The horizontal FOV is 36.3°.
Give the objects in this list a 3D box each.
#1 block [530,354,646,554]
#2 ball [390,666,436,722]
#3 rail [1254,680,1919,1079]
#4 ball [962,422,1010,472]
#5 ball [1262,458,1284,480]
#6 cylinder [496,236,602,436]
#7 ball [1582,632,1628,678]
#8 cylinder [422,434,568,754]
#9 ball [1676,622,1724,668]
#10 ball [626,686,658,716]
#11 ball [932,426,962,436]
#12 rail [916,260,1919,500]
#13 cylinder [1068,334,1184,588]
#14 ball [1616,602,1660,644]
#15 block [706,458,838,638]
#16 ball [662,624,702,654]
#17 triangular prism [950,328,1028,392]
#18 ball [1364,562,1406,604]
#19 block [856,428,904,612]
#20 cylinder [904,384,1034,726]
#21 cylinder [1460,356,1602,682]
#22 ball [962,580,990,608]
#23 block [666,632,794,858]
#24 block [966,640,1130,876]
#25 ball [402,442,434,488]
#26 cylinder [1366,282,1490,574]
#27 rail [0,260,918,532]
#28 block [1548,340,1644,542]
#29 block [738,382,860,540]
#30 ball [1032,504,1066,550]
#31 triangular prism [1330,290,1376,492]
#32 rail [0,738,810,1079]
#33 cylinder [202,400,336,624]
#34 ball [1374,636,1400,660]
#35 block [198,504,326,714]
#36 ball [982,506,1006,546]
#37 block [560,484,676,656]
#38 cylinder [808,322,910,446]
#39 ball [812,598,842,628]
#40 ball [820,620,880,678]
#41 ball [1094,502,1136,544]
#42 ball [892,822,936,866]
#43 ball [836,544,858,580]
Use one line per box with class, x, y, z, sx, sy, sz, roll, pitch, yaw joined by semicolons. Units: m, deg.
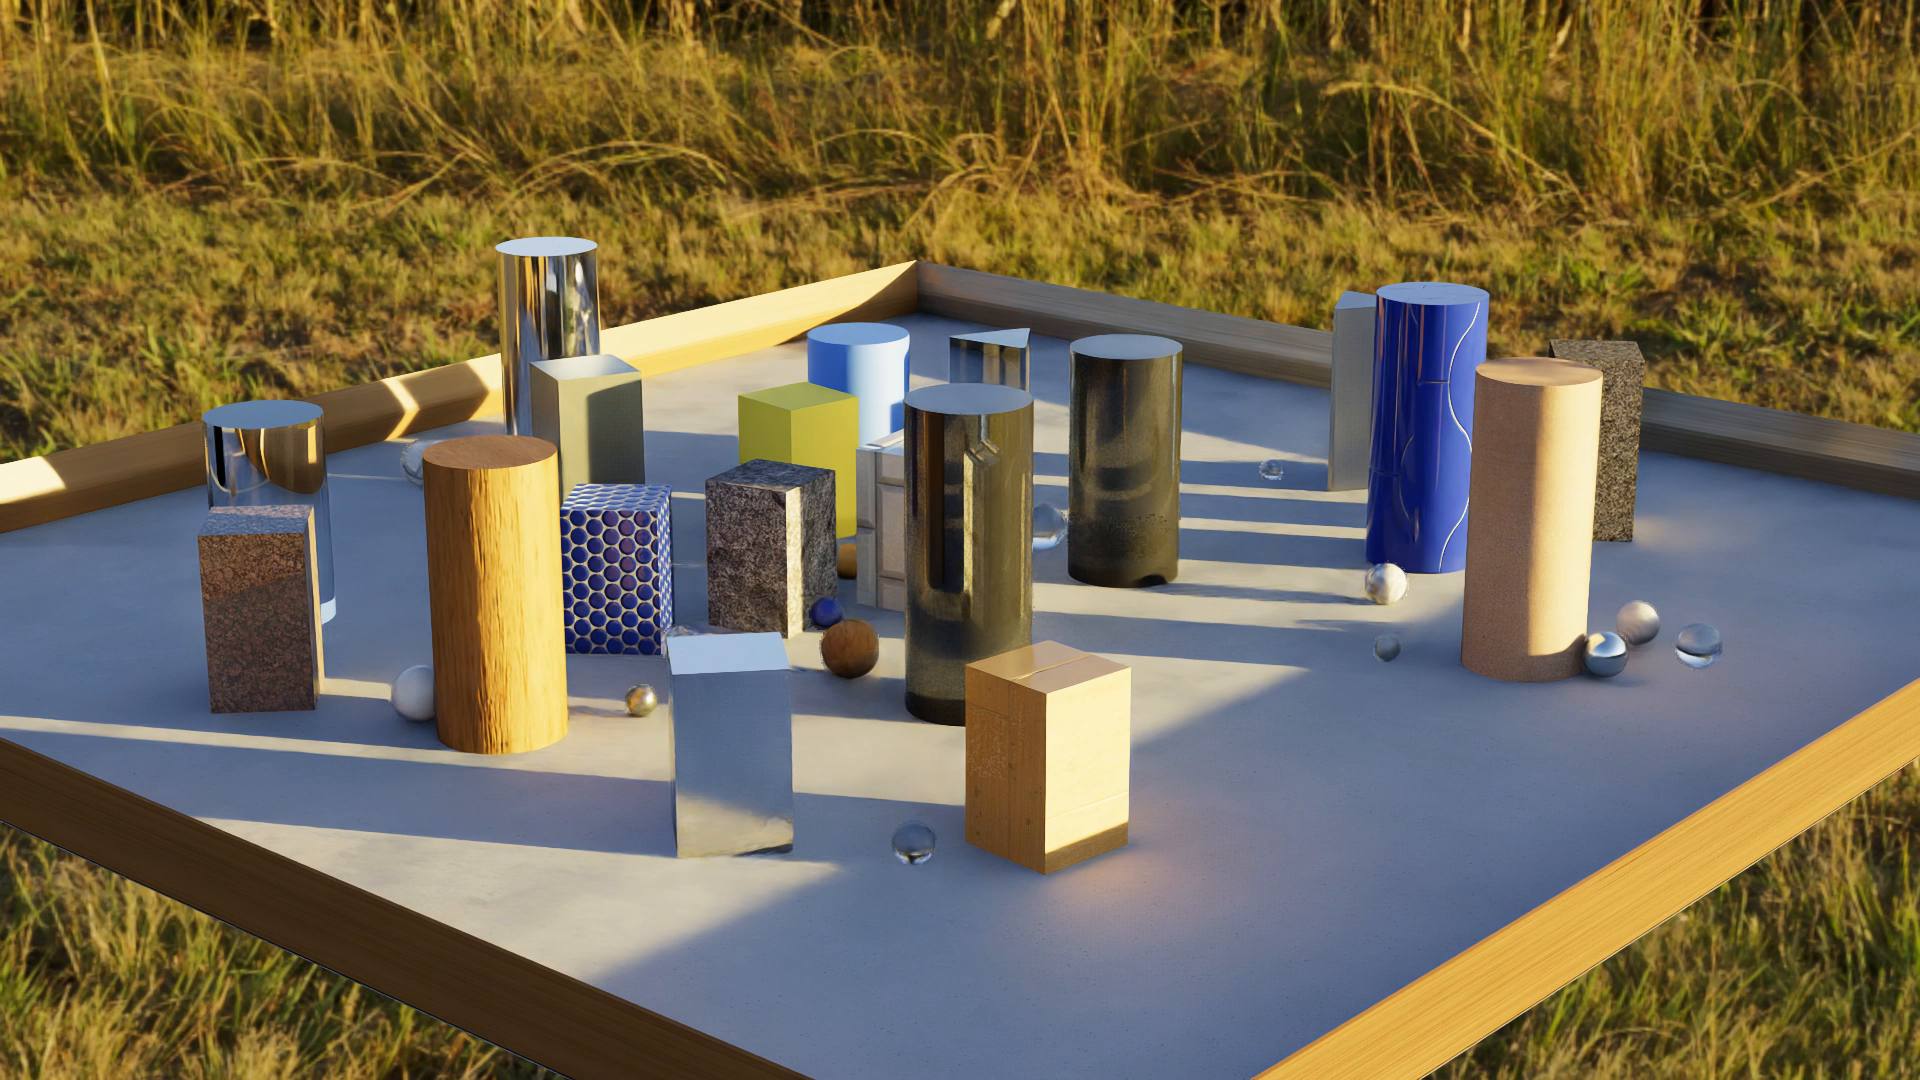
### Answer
block;-0.685;-0.158;5.404;0.159;0.331;0.159;-8;19;-26
ball;-0.833;0.237;4.517;0.087;0.087;0.087;0;17;0
rail;1.192;0.331;4.129;0.045;0.129;3.356;14;22;39
ball;0.049;-0.187;5.905;0.099;0.099;0.099;0;17;0
ball;0.623;-0.141;5.848;0.043;0.043;0.043;0;17;0
cylinder;-0.813;-0.356;5.834;0.199;0.463;0.199;0;17;0
ball;1.038;0.184;4.715;0.074;0.074;0.074;0;17;0
cylinder;-0.699;0.081;4.420;0.199;0.443;0.199;0;17;0
ball;1.200;0.171;4.758;0.074;0.074;0.074;0;17;0
ball;-0.493;0.250;4.544;0.047;0.047;0.047;0;17;0
ball;-0.029;-0.191;5.949;0.081;0.081;0.081;0;17;0
rail;1.085;-0.328;6.316;3.204;0.129;0.045;14;22;39
cylinder;0.292;-0.141;5.206;0.199;0.414;0.199;0;17;0
ball;1.125;0.139;4.871;0.071;0.071;0.071;0;17;0
block;-0.319;0.013;4.970;0.159;0.255;0.159;9;19;27
ball;-0.450;0.171;4.770;0.067;0.067;0.067;0;17;0
triangular prism;0.092;-0.253;5.765;0.172;0.306;0.149;11;20;33
ball;0.737;0.075;5.081;0.072;0.072;0.072;0;17;0
block;-0.070;-0.031;5.077;0.159;0.278;0.159;10;19;29
cylinder;0.013;0.022;4.525;0.199;0.494;0.199;0;17;0
cylinder;0.918;-0.034;4.720;0.199;0.489;0.199;0;17;0
ball;0.026;0.094;5.060;0.049;0.049;0.049;0;17;0
block;-0.319;0.282;4.056;0.159;0.267;0.159;-2;17;-8
block;0.120;0.296;4.023;0.159;0.259;0.159;-15;22;-40
ball;-1.057;-0.149;5.790;0.092;0.092;0.092;0;17;0
cylinder;0.839;-0.203;5.275;0.199;0.492;0.199;0;17;0
rail;-1.192;-0.266;6.111;0.045;0.129;3.356;14;22;39
block;1.178;-0.187;5.475;0.159;0.346;0.159;2;17;7
block;-0.300;-0.141;5.464;0.159;0.264;0.159;-14;22;-39
ball;0.150;-0.023;5.384;0.085;0.085;0.085;0;17;0
triangular prism;0.788;-0.299;5.809;0.172;0.367;0.149;-5;17;-16
rail;-1.085;0.393;3.924;3.204;0.129;0.045;14;22;39
cylinder;-1.170;-0.041;4.974;0.199;0.356;0.199;0;17;0
ball;0.700;0.177;4.795;0.042;0.042;0.042;0;17;0
block;-1.093;0.107;4.600;0.159;0.289;0.159;-2;17;-6
ball;0.046;-0.026;5.413;0.074;0.074;0.074;0;17;0
block;-0.567;0.048;4.869;0.159;0.247;0.159;1;17;3
cylinder;-0.198;-0.251;5.745;0.199;0.314;0.199;0;17;0
ball;-0.224;0.123;4.953;0.053;0.053;0.053;0;17;0
ball;-0.176;0.175;4.708;0.095;0.095;0.095;0;17;0
ball;0.287;-0.031;5.421;0.079;0.079;0.079;0;17;0
ball;-0.062;0.413;3.984;0.058;0.058;0.058;0;17;0
ball;-0.199;0.038;5.216;0.064;0.064;0.064;0;17;0
